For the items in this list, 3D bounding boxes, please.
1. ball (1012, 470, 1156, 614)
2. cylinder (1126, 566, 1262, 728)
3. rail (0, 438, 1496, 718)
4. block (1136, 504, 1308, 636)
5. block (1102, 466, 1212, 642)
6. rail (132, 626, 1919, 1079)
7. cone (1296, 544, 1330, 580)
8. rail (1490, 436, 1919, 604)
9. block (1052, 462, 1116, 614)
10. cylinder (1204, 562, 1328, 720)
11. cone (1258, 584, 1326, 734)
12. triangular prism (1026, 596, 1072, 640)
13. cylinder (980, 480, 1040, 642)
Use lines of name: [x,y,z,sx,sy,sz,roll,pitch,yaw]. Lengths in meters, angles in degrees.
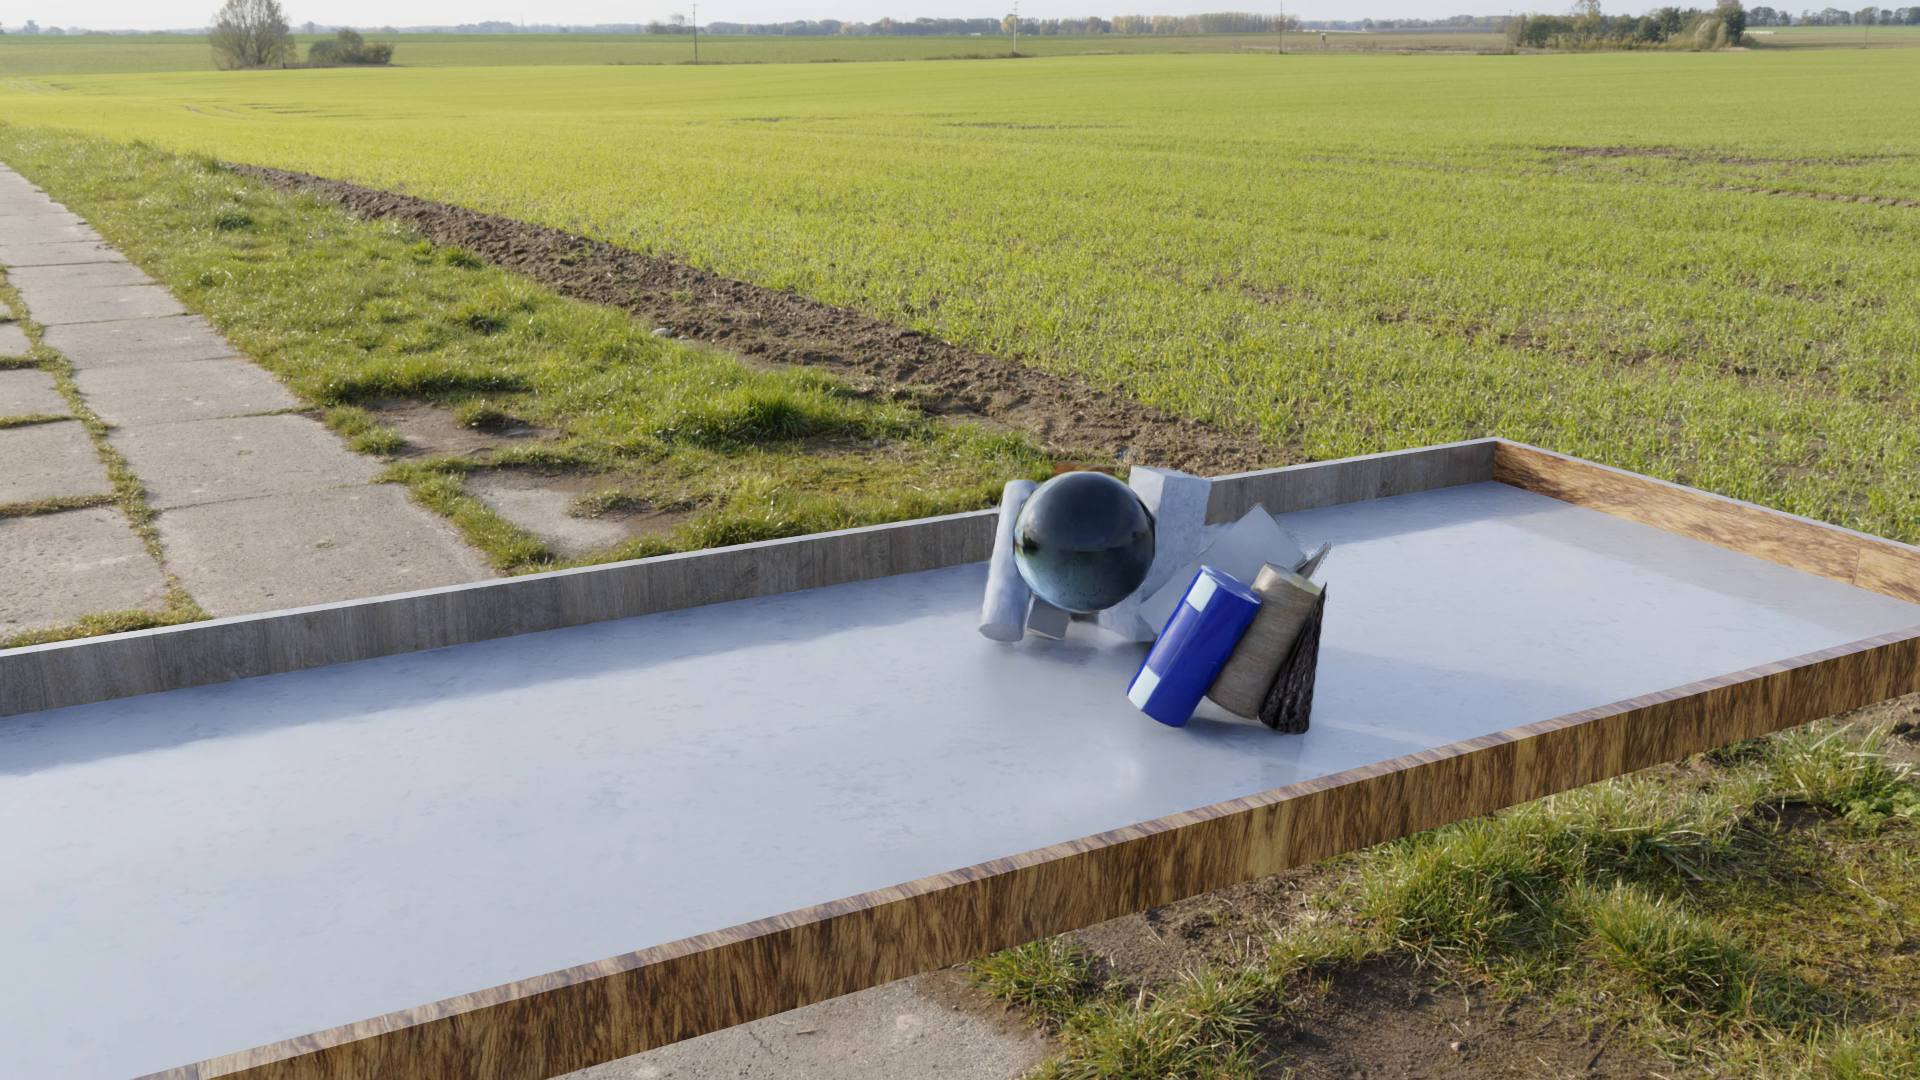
ball: [0.317,0.004,4.220,0.367,0.367,0.367,0,16,0]
cylinder: [0.541,0.248,3.831,0.160,0.349,0.160,27,16,-8]
rail: [-3.305,0.497,3.399,12.000,0.150,0.050,-9,18,-27]
block: [0.660,0.119,4.127,0.172,0.400,0.172,50,6,18]
block: [0.521,0.040,4.382,0.153,0.442,0.153,5,9,-30]
rail: [-2.336,1.006,1.665,12.000,0.150,0.050,-9,18,-27]
cone: [0.787,0.162,4.085,0.137,0.412,0.137,38,6,-5]
rail: [2.466,-0.048,5.253,0.050,0.150,2.100,-9,18,-27]
block: [0.327,-0.008,4.628,0.126,0.409,0.126,11,8,32]
cylinder: [0.710,0.237,3.887,0.163,0.335,0.163,26,14,-7]
cone: [0.794,0.257,3.797,0.118,0.367,0.118,11,22,-4]
triangular prism: [0.267,0.059,4.478,0.117,0.409,0.101,21,-10,-23]
cylinder: [0.146,0.055,4.469,0.120,0.438,0.120,8,-27,4]
